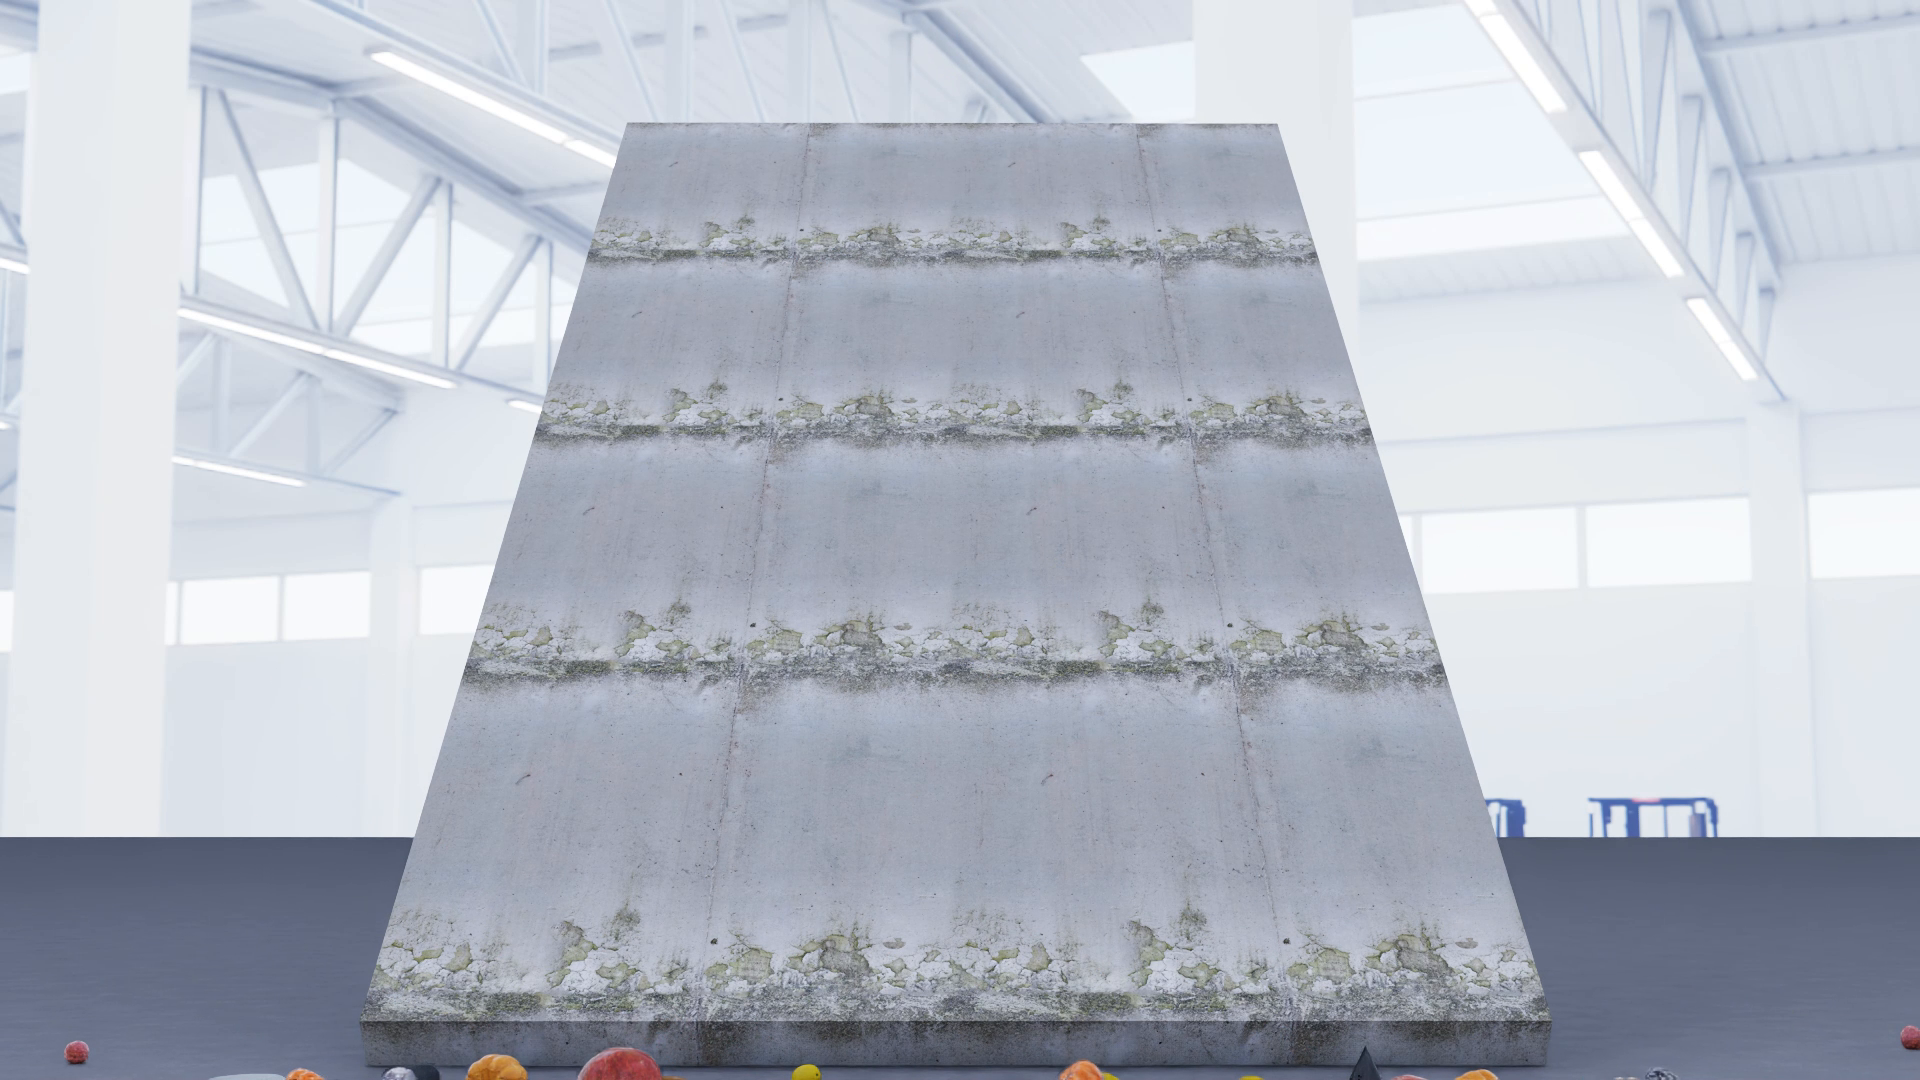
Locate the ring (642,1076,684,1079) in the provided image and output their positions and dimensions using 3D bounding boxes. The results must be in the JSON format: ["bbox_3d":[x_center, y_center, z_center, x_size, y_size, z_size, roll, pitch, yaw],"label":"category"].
[{"bbox_3d":[-0.444,0.821,3.659,0.080,0.027,0.080,1,-6,0],"label":"ring"}]

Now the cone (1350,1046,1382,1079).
[{"bbox_3d":[0.607,0.795,3.647,0.076,0.076,0.076,0,-7,0],"label":"cone"}]

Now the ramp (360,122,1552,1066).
[{"bbox_3d":[-0.014,-0.196,5.818,2.000,0.100,4.000,0,31,0],"label":"ramp"}]

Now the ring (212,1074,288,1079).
[{"bbox_3d":[-1.030,0.795,3.511,0.130,0.043,0.130,-1,-6,0],"label":"ring"}]

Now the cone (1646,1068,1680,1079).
[{"bbox_3d":[0.953,0.781,3.361,0.077,0.077,0.077,-27,8,-30],"label":"cone"}]

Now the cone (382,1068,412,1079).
[{"bbox_3d":[-0.805,0.799,3.482,0.064,0.064,0.064,-1,20,7],"label":"cone"}]

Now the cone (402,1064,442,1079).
[{"bbox_3d":[-0.697,0.766,3.268,0.095,0.095,0.095,-6,-36,41],"label":"cone"}]
